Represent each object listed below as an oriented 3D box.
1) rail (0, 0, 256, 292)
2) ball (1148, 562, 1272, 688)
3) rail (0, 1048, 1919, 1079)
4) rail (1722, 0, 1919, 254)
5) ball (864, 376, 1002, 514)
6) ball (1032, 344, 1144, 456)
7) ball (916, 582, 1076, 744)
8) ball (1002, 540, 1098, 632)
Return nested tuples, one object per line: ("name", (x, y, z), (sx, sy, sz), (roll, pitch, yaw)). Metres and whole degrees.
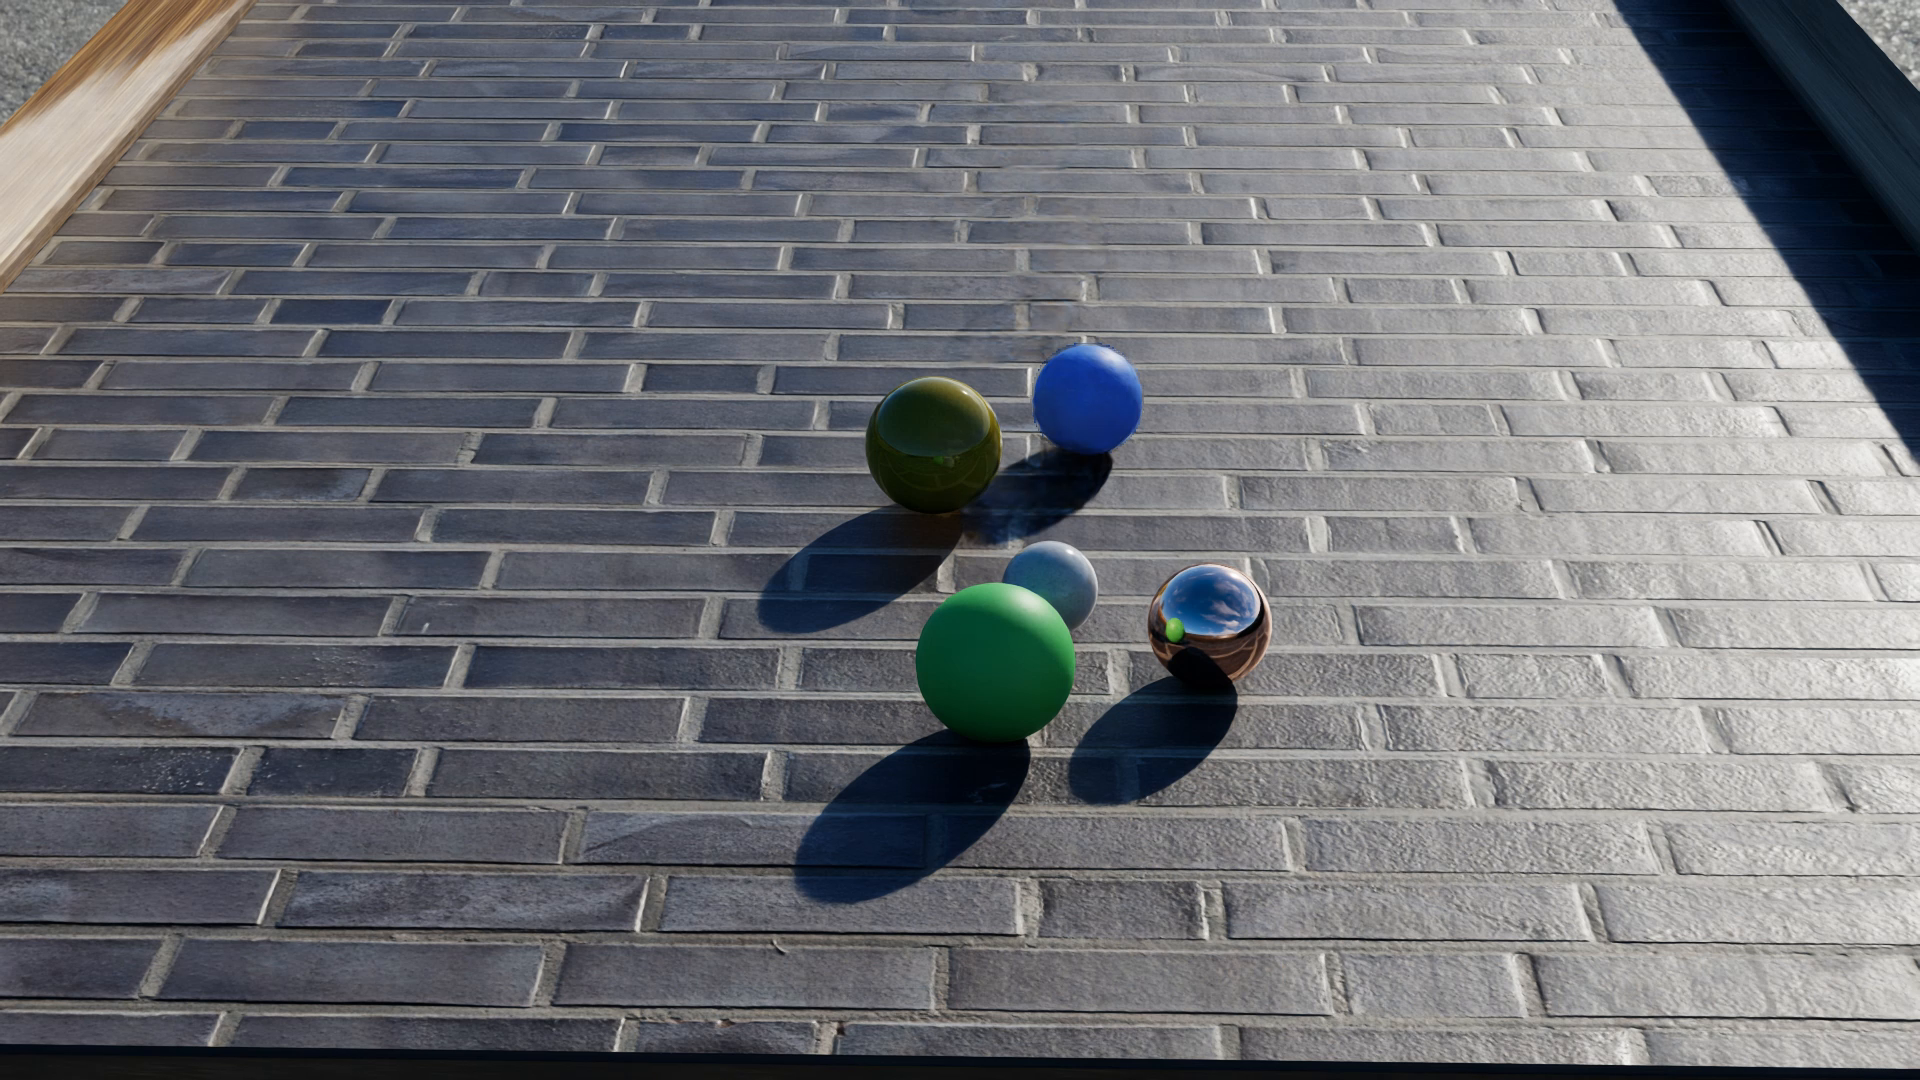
("rail", (-0.760, -0.323, 2.516), (0.045, 0.123, 2.724), (1, 26, 1))
("ball", (0.153, 0.052, 1.796), (0.076, 0.076, 0.076), (0, 26, 0))
("rail", (-0.014, 0.266, 1.296), (1.598, 0.123, 0.045), (1, 26, 1))
("rail", (0.790, -0.308, 2.485), (0.045, 0.123, 2.724), (1, 26, 1))
("ball", (-0.018, -0.065, 2.017), (0.095, 0.095, 0.095), (0, 26, 0))
("ball", (0.092, -0.100, 2.108), (0.079, 0.079, 0.079), (0, 26, 0))
("ball", (0.021, 0.072, 1.732), (0.095, 0.095, 0.095), (0, 26, 0))
("ball", (0.057, 0.031, 1.856), (0.061, 0.061, 0.061), (0, 26, 0))
